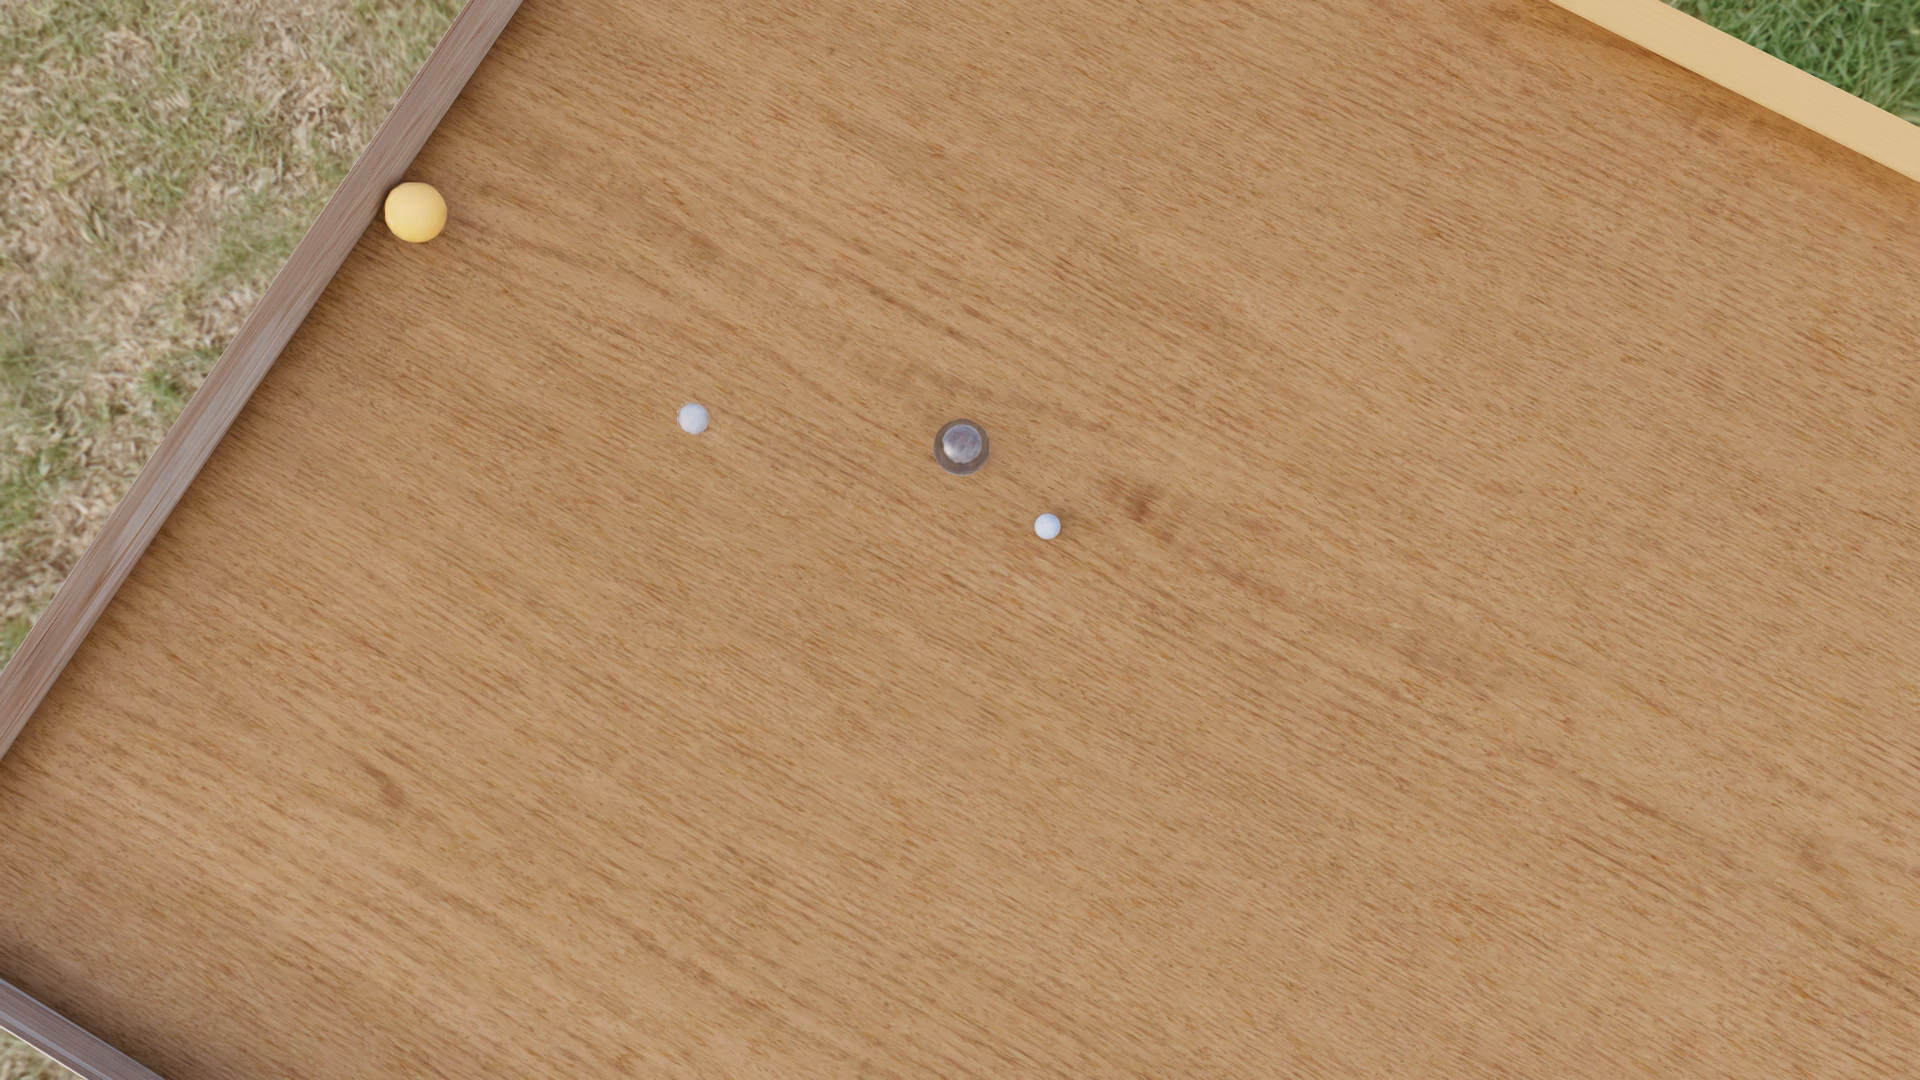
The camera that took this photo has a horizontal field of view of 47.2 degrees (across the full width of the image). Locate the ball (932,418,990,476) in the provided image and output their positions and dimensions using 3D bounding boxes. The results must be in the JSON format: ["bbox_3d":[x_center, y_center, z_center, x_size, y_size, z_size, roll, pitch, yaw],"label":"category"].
[{"bbox_3d":[0.003,-0.143,3.381,0.089,0.089,0.089,0,75,0],"label":"ball"}]

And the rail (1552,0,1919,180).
[{"bbox_3d":[1.589,-0.553,3.473,4.420,0.125,0.045,29,77,7],"label":"rail"}]

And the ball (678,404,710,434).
[{"bbox_3d":[-0.413,-0.189,3.415,0.048,0.048,0.048,0,75,0],"label":"ball"}]

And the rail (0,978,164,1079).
[{"bbox_3d":[0.334,1.586,2.890,4.420,0.125,0.045,29,77,7],"label":"rail"}]

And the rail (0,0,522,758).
[{"bbox_3d":[-0.941,-0.523,3.464,0.045,0.125,2.595,29,77,7],"label":"rail"}]

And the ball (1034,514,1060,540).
[{"bbox_3d":[0.134,-0.021,3.373,0.040,0.040,0.040,0,75,0],"label":"ball"}]

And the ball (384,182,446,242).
[{"bbox_3d":[-0.856,-0.516,3.458,0.096,0.096,0.096,0,75,0],"label":"ball"}]
